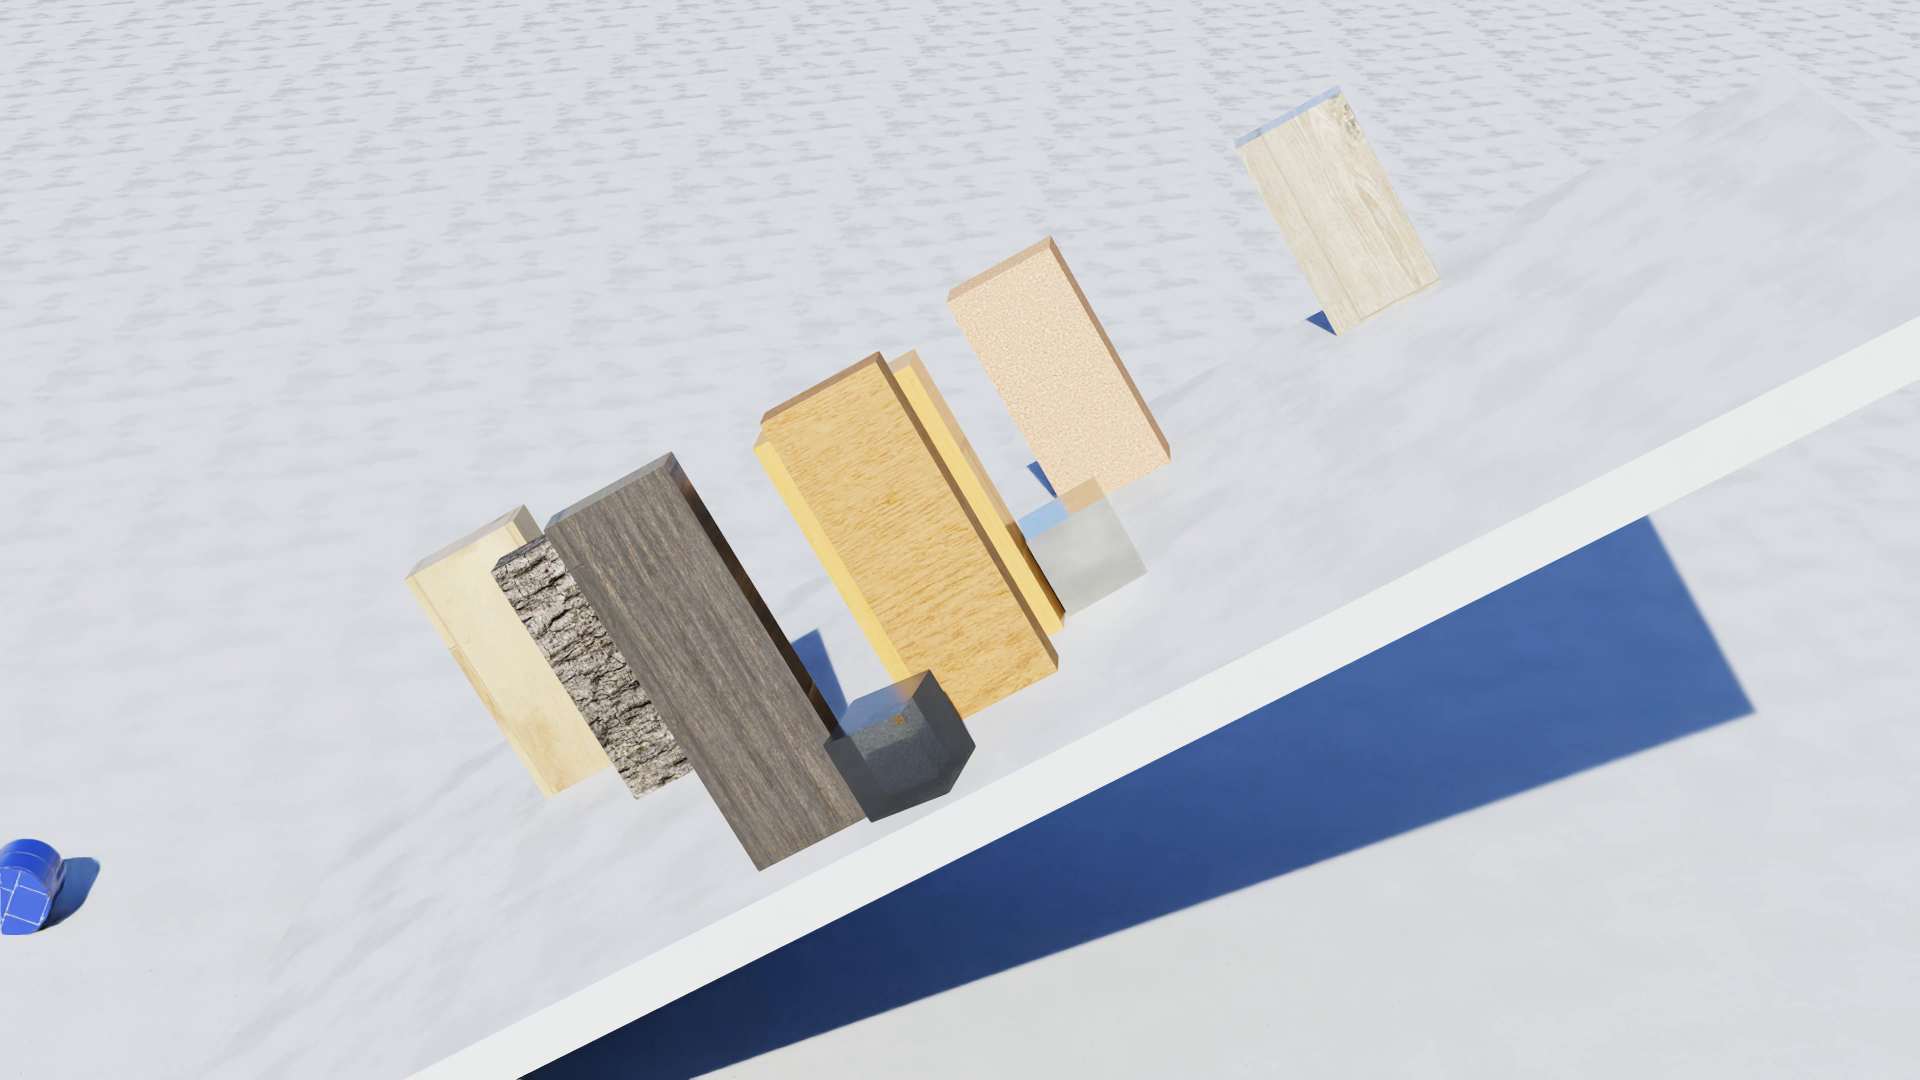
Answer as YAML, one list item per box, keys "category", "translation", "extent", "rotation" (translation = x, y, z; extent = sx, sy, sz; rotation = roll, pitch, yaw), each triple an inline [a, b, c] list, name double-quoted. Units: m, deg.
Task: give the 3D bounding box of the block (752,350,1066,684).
- category: "block"
  translation: [-0.097, -0.021, 5.932]
  extent: [0.361, 0.623, 0.126]
  rotation: [-28, 15, 11]

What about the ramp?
- category: "ramp"
  translation: [0.142, 0.167, 6.283]
  extent: [4.000, 0.100, 2.000]
  rotation: [-28, 15, 11]

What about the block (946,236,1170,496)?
- category: "block"
  translation: [0.224, -0.368, 6.597]
  extent: [0.260, 0.559, 0.125]
  rotation: [-28, 15, 11]

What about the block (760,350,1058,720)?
- category: "block"
  translation: [-0.093, 0.005, 5.670]
  extent: [0.255, 0.705, 0.084]
  rotation: [-28, 15, 11]

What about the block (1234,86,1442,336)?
- category: "block"
  translation: [0.866, -0.753, 6.737]
  extent: [0.267, 0.498, 0.102]
  rotation: [-28, 15, 11]

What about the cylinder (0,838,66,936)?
- category: "cylinder"
  translation: [-2.306, 0.851, 7.223]
  extent: [0.179, 0.179, 0.179]
  rotation: [-1, 18, -4]

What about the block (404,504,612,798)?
- category: "block"
  translation: [-0.979, 0.259, 6.779]
  extent: [0.295, 0.610, 0.131]
  rotation: [-28, 15, 11]

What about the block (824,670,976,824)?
- category: "block"
  translation: [-0.111, 0.384, 5.491]
  extent: [0.178, 0.178, 0.178]
  rotation: [-23, 16, 27]

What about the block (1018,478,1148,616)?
- category: "block"
  translation: [0.250, 0.012, 6.017]
  extent: [0.183, 0.183, 0.183]
  rotation: [-30, 14, 4]

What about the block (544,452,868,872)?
- category: "block"
  translation: [-0.455, 0.232, 5.486]
  extent: [0.261, 0.774, 0.091]
  rotation: [-28, 15, 11]

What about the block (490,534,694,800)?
- category: "block"
  translation: [-0.677, 0.212, 6.357]
  extent: [0.402, 0.598, 0.101]
  rotation: [-28, 15, 11]
